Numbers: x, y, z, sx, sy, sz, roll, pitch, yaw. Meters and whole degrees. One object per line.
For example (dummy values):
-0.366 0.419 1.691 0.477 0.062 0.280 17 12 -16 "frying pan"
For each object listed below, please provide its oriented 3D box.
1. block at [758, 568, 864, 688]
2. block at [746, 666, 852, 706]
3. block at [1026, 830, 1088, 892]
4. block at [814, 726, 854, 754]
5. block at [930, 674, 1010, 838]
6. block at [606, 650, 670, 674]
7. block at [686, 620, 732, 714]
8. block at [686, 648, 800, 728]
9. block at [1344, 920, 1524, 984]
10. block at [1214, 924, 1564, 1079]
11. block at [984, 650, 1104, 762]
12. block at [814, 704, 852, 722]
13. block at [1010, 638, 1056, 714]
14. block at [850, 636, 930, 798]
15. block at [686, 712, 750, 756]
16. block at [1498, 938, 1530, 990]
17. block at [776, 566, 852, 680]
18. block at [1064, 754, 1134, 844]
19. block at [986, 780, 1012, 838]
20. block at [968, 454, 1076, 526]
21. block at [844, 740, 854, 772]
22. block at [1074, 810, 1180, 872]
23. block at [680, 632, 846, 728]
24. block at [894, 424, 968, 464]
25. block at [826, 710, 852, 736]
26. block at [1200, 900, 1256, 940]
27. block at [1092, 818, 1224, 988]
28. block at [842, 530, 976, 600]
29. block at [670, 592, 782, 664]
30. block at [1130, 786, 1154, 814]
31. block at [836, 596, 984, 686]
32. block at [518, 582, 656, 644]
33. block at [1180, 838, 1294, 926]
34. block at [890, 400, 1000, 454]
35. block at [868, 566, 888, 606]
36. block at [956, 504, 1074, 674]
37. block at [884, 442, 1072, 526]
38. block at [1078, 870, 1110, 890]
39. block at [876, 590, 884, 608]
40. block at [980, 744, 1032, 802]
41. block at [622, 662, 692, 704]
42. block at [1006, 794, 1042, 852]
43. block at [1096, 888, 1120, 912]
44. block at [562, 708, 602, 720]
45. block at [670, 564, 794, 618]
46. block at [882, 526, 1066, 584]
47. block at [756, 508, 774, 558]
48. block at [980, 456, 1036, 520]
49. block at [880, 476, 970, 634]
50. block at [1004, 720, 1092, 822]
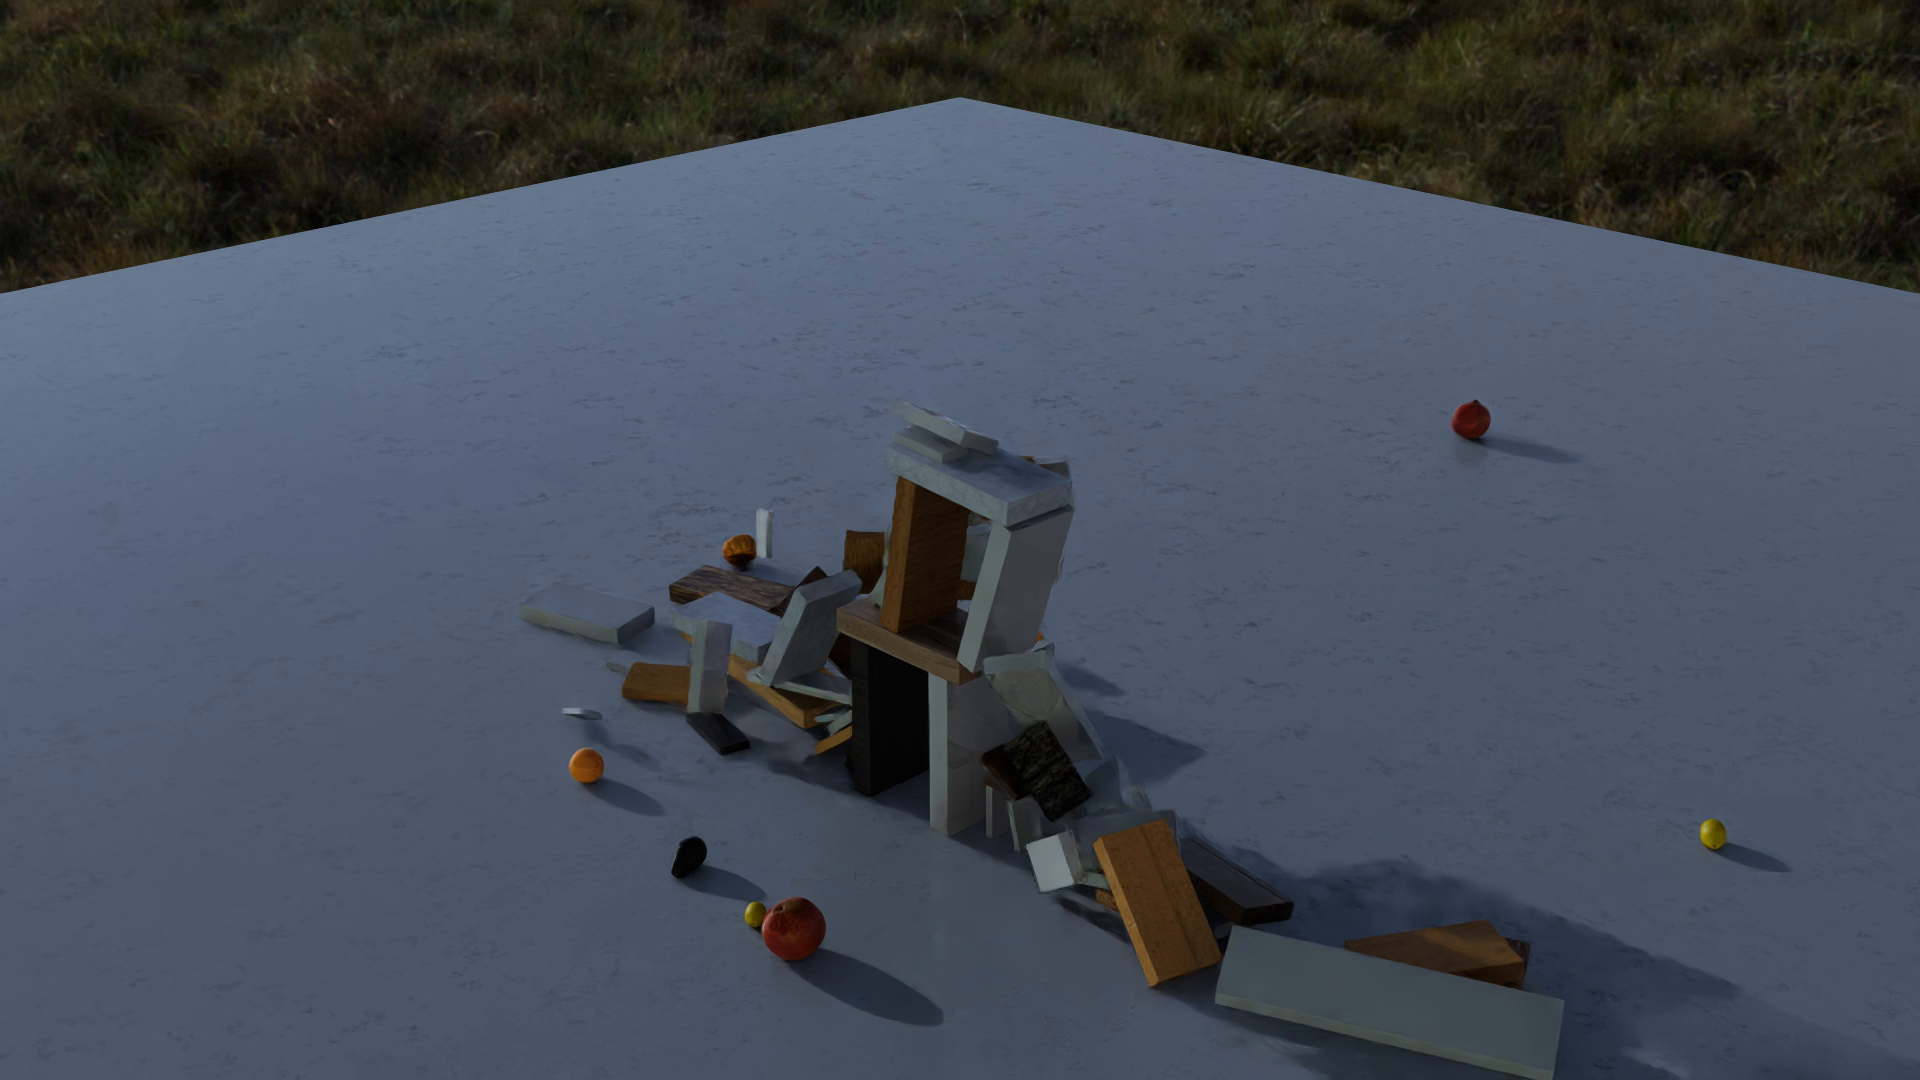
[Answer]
-0.316 0.187 4.638 0.147 0.293 0.042 -19 61 -37 "block"
-0.316 0.307 4.710 0.072 0.020 0.367 -21 20 -40 "block"
0.178 0.599 4.091 0.027 0.095 0.189 -16 -8 -20 "block"
-0.237 0.410 4.654 0.076 0.022 0.153 -21 -6 -40 "block"
0.019 0.400 4.372 0.174 0.348 0.049 -21 31 -41 "block"
-0.740 0.289 5.056 0.136 0.019 0.068 13 26 29 "block"
-0.543 0.276 4.773 0.028 0.199 0.099 3 -6 28 "block"
-0.437 0.313 4.970 0.147 0.042 0.403 -20 30 -39 "block"
0.835 0.742 3.883 0.275 0.039 0.138 -6 24 -13 "block"
0.727 0.785 3.737 0.567 0.039 0.138 11 50 14 "block"
0.169 0.333 4.297 0.118 0.474 0.033 -8 61 15 "block"
-0.265 0.368 4.665 0.052 0.015 0.104 -23 3 -28 "block"
0.105 0.318 4.845 0.256 0.128 0.036 -19 25 -37 "block"
-0.140 0.338 4.519 0.049 0.348 0.174 20 30 40 "block"
-0.525 0.414 4.761 0.068 0.019 0.178 -13 26 -28 "block"
0.943 0.774 3.898 0.108 0.031 0.216 8 24 18 "block"
-0.279 0.195 4.962 0.128 0.256 0.036 -45 5 -10 "block"
0.267 0.509 4.252 0.132 0.037 0.265 -38 9 9 "block"
0.078 0.530 4.365 0.016 0.115 0.058 21 31 41 "block"
0.108 -0.099 4.443 0.236 0.118 0.033 -6 26 9 "block"
-0.189 0.413 4.597 0.076 0.153 0.022 -21 54 -40 "block"
0.310 0.558 4.076 0.189 0.094 0.027 -8 -21 13 "block"
-0.432 0.279 4.944 0.147 0.042 0.562 -15 27 -32 "block"
-0.056 -0.183 4.169 0.068 0.019 0.136 -20 34 -40 "block"
-0.211 0.364 4.607 0.076 0.022 0.153 -22 -9 -37 "block"
0.440 0.665 4.066 0.104 0.030 0.209 -10 26 -35 "block"
0.355 0.650 3.952 0.138 0.039 0.275 -12 69 -26 "block"
-0.051 0.058 4.679 0.394 0.128 0.036 4 24 -6 "block"
-0.509 0.198 5.027 0.293 0.042 0.147 20 30 38 "block"
0.313 0.547 4.359 0.132 0.037 0.265 -1 12 -2 "block"
-0.063 0.185 4.370 0.174 0.049 0.348 -21 31 -41 "block"
-0.899 0.175 5.294 0.294 0.042 0.147 12 26 26 "block"
0.476 0.630 4.065 0.132 0.037 0.265 1 19 -40 "block"
-0.030 -0.216 4.182 0.199 0.028 0.099 27 9 41 "block"
-0.127 0.069 4.408 0.072 0.144 0.020 -23 64 -42 "block"
0.103 0.085 4.144 0.167 0.334 0.047 -20 48 -40 "block"
0.031 -0.123 4.130 0.167 0.047 0.334 -20 34 -39 "block"
0.264 0.623 4.200 0.209 0.030 0.104 5 20 42 "block"
-0.111 0.077 4.391 0.072 0.144 0.020 -22 64 -42 "block"
0.098 0.453 4.290 0.058 0.016 0.115 -24 58 -33 "block"
-0.648 0.322 4.939 0.199 0.028 0.099 4 33 7 "block"
0.127 0.549 4.306 0.058 0.115 0.016 -25 29 -28 "block"
0.368 0.682 4.115 0.209 0.030 0.104 20 30 38 "block"
-0.820 0.377 4.774 0.052 0.015 0.104 20 -14 -29 "block"
-0.549 0.135 5.390 0.294 0.042 0.147 13 26 28 "block"
0.029 0.031 4.597 0.375 0.108 0.031 2 25 -6 "block"
-0.433 -0.014 4.871 0.015 0.104 0.052 -1 7 -31 "block"
0.091 -0.100 4.306 0.033 0.118 0.236 -37 18 -26 "block"
-0.062 0.007 4.293 0.047 0.334 0.167 30 36 34 "block"
0.169 0.445 4.247 0.094 0.027 0.189 -35 53 3 "block"
